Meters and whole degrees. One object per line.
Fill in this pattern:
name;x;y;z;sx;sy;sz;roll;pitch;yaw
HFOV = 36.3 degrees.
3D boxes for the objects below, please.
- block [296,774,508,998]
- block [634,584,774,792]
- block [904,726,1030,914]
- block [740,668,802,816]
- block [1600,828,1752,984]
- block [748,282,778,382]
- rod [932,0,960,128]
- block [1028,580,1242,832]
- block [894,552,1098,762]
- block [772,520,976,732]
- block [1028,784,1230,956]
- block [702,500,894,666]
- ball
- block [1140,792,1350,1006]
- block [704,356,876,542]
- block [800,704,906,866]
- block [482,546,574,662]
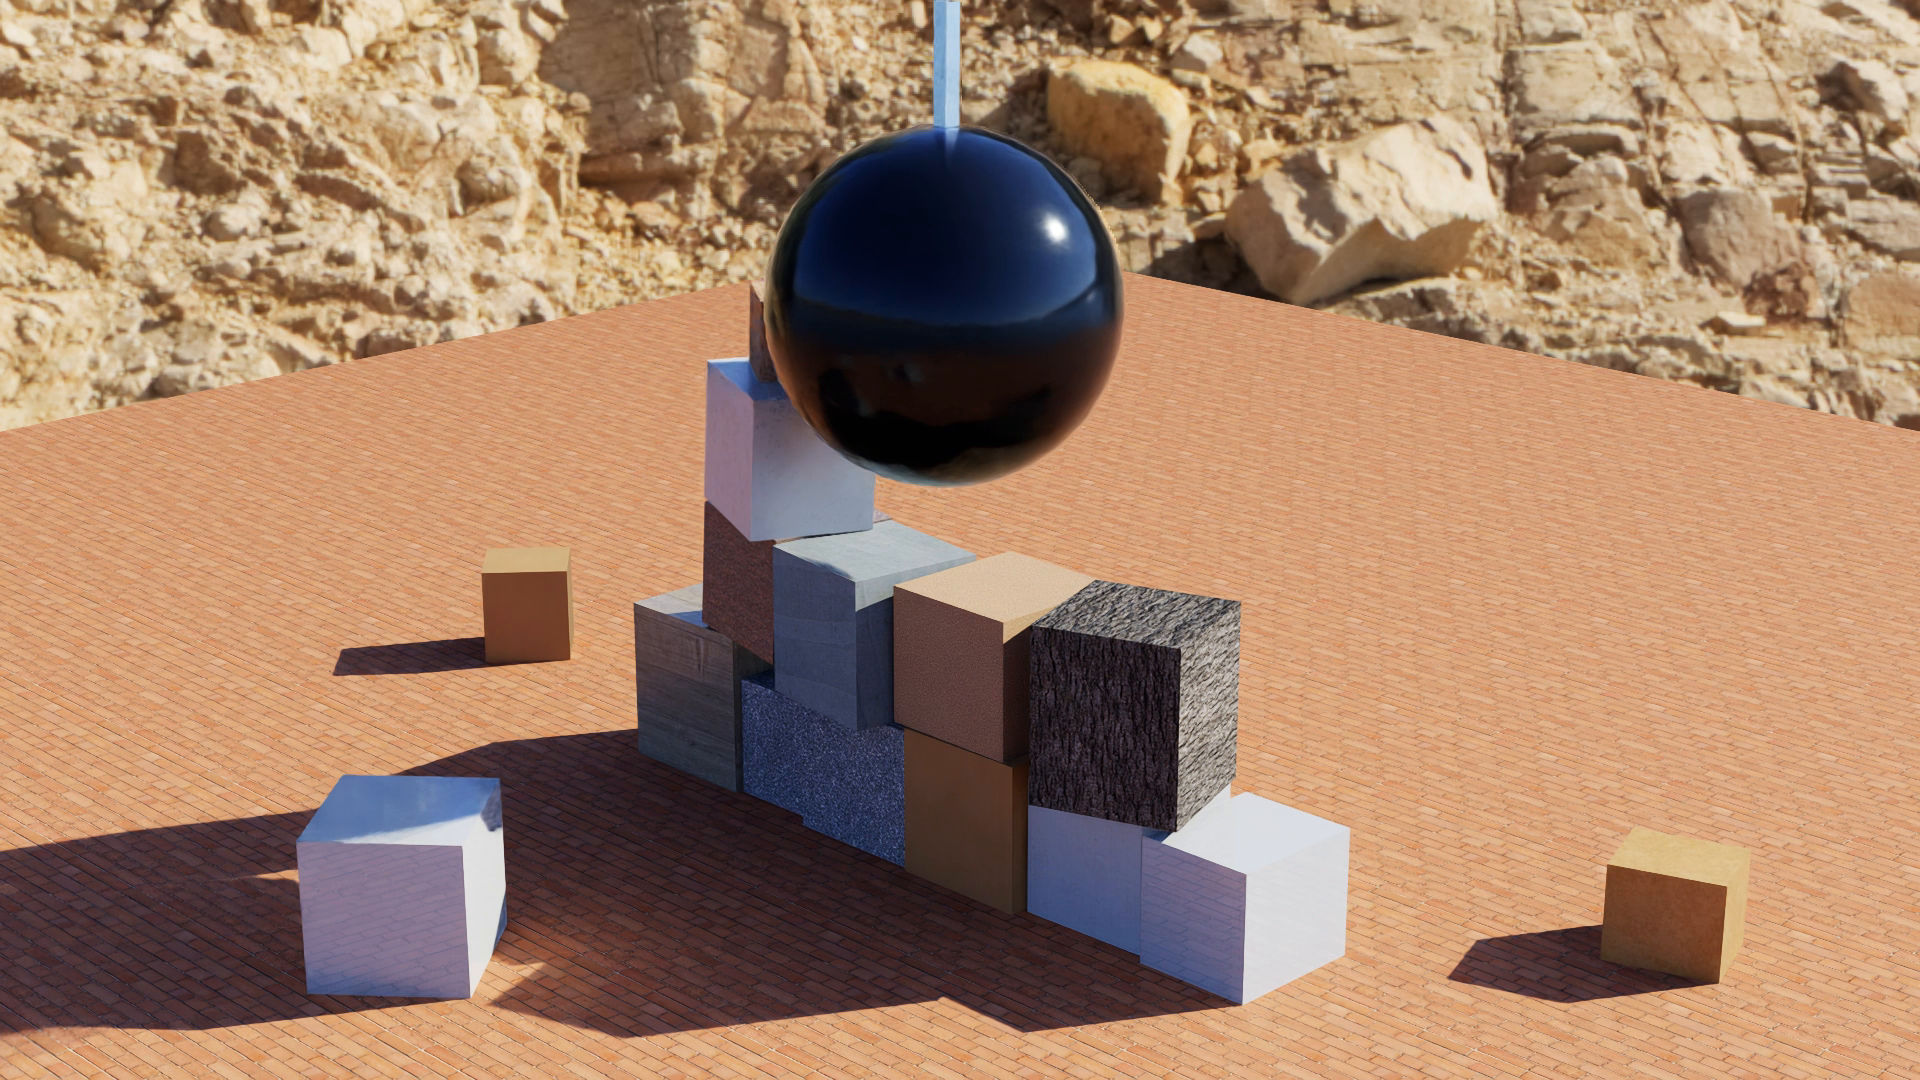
block;-2.368;1.469;12.516;0.694;0.692;0.736;1;17;3
block;-1.120;0.704;14.760;0.754;0.807;0.697;17;24;42
block;0.258;1.179;13.420;0.682;0.704;0.764;17;24;42
block;-0.683;0.950;14.340;0.564;0.590;0.514;-17;24;-42
block;3.079;1.567;12.613;0.510;0.447;0.440;9;19;26
block;-0.790;-0.979;13.767;0.349;0.385;0.340;-2;21;-12
rod;-0.031;-4.285;11.963;0.080;5.200;0.080;17;23;42
block;0.754;0.701;12.613;0.685;0.817;0.684;8;19;25
block;0.209;0.516;13.266;0.734;0.653;0.705;-16;24;-41
block;-0.398;0.388;13.676;0.680;0.716;0.677;-13;21;-35
block;0.744;1.354;12.969;0.653;0.641;0.601;16;23;41
block;-0.790;0.146;14.175;0.666;0.626;0.630;-12;25;-35
ball;-0.071;-1.030;12.943;1.600;1.600;1.600;0;17;0
block;1.215;1.520;12.524;0.684;0.591;0.572;-17;24;-42
block;-0.807;-0.453;13.894;0.617;0.689;0.649;-6;22;-23
block;-0.239;1.043;13.906;0.722;0.671;0.726;-17;24;-42
block;-2.405;0.356;16.346;0.464;0.518;0.445;-1;17;-4
